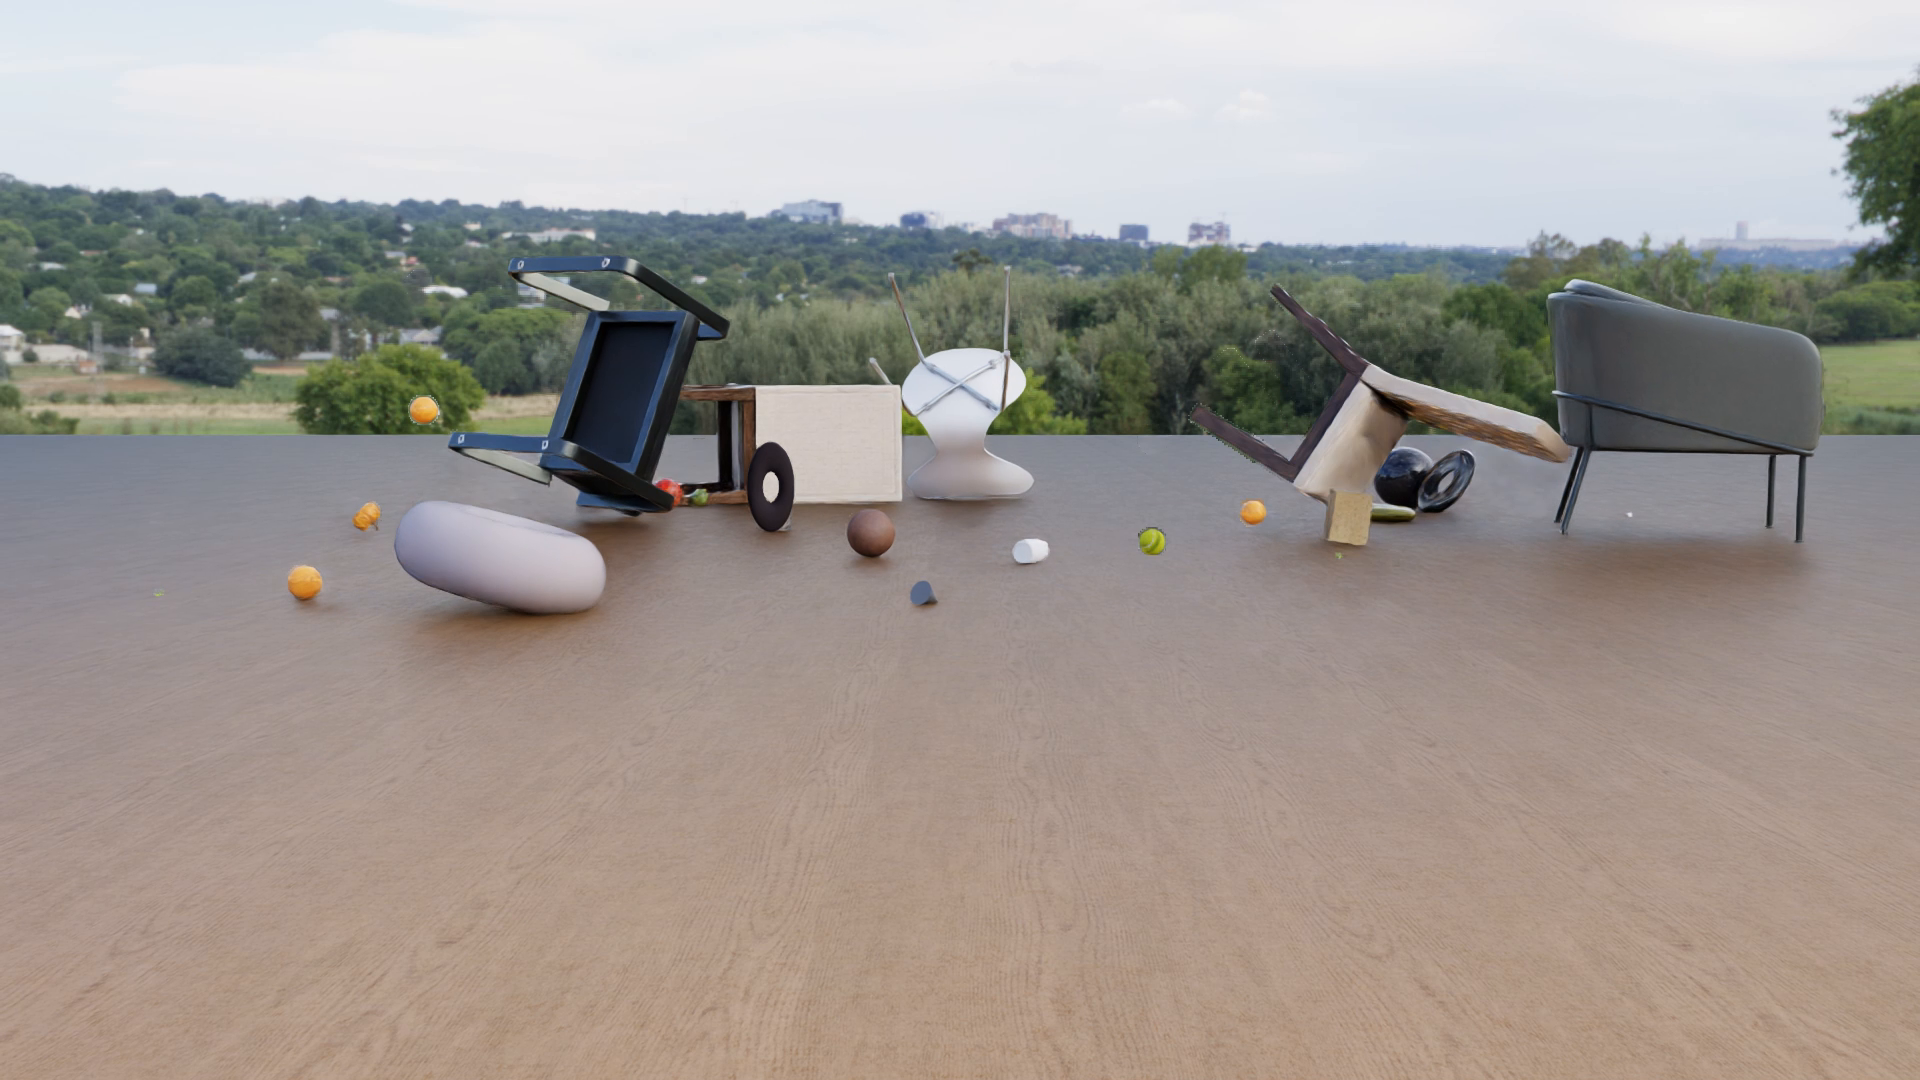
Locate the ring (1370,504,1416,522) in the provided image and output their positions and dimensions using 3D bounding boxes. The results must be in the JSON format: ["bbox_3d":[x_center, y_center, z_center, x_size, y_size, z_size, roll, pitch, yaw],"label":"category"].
[{"bbox_3d":[1.429,-0.093,7.530,0.193,0.053,0.412,-1,4,-18],"label":"ring"}]

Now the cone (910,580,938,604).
[{"bbox_3d":[-0.064,0.121,4.610,0.056,0.053,0.062,-1,-21,39],"label":"cone"}]

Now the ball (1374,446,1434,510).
[{"bbox_3d":[1.655,-0.229,8.173,0.235,0.235,0.235,0,4,0],"label":"ball"}]

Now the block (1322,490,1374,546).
[{"bbox_3d":[1.117,-0.065,6.336,0.109,0.145,0.076,8,3,-5],"label":"block"}]

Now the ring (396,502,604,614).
[{"bbox_3d":[-0.939,0.037,4.495,0.478,0.163,0.404,16,2,42],"label":"ring"}]

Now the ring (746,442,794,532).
[{"bbox_3d":[-0.593,-0.167,6.897,0.152,0.285,0.040,-1,6,-16],"label":"ring"}]

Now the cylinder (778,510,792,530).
[{"bbox_3d":[-0.580,-0.072,7.002,0.080,0.082,0.090,3,5,40],"label":"cylinder"}]

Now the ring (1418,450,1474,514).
[{"bbox_3d":[1.766,-0.211,7.990,0.052,0.276,0.181,29,13,-39],"label":"ring"}]
